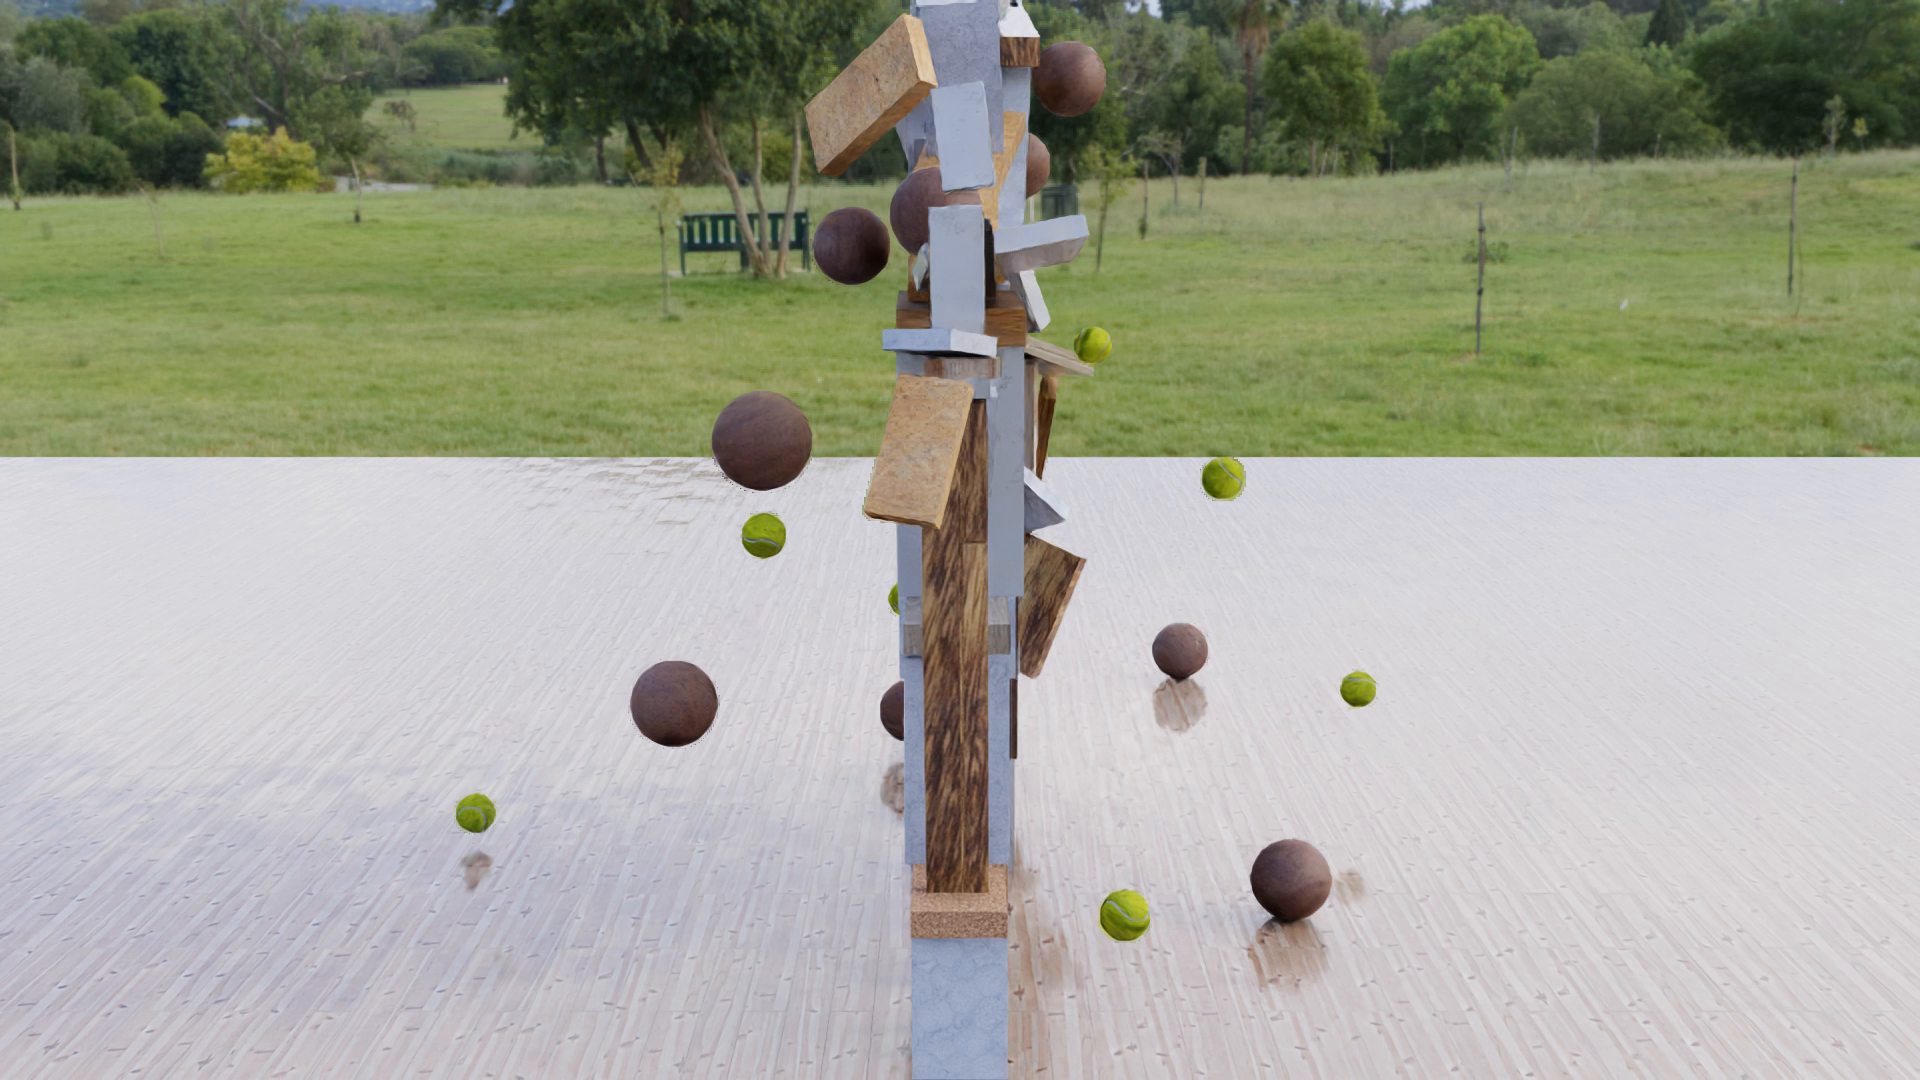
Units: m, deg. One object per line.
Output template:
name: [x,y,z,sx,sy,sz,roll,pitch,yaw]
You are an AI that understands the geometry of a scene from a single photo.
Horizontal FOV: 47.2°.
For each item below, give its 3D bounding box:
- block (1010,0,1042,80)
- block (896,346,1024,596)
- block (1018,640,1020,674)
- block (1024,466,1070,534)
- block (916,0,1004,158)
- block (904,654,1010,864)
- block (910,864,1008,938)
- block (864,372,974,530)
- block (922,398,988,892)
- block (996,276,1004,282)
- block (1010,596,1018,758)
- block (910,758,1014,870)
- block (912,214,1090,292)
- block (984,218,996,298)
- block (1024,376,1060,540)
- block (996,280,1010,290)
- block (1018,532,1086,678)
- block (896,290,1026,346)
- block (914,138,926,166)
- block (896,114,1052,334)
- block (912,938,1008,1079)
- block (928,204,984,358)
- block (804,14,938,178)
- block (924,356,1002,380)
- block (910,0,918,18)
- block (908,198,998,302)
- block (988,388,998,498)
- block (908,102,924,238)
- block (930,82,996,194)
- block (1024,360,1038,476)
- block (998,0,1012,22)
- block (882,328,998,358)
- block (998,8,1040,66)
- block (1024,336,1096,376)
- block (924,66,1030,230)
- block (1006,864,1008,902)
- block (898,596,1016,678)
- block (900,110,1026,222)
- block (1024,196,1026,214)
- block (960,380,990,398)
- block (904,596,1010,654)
block: [0.031,-0.941,3.910,0.150,0.301,0.043,-13,43,12]
block: [0.000,-0.098,3.040,0.175,0.350,0.050,0,10,0]
block: [0.006,0.167,3.853,0.178,0.050,0.356,0,11,-2]
block: [0.089,-0.101,4.217,0.121,0.034,0.241,-16,-43,39]
block: [0.002,-0.663,3.146,0.113,0.227,0.032,-5,33,-1]
block: [-0.004,0.287,2.952,0.140,0.296,0.040,0,10,1]
block: [-0.001,0.465,2.902,0.123,0.035,0.246,0,10,0]
block: [-0.047,-0.104,2.549,0.086,0.173,0.024,9,-14,17]
block: [-0.005,0.143,2.751,0.081,0.657,0.023,0,19,1]
block: [0.007,-0.422,3.389,0.119,0.034,0.238,1,11,0]
block: [0.007,0.111,3.476,0.168,0.473,0.048,0,11,0]
block: [0.004,0.389,3.776,0.178,0.356,0.050,0,11,0]
block: [0.054,-0.391,2.999,0.227,0.032,0.113,-12,-9,-10]
block: [0.010,-0.368,2.923,0.069,0.020,0.139,-15,-31,-6]
block: [0.124,0.010,4.449,0.034,0.705,0.118,10,27,1]
block: [0.015,-0.272,3.335,0.119,0.238,0.034,0,16,-3]
block: [0.144,0.128,4.311,0.121,0.258,0.034,26,11,23]
block: [-0.001,-0.316,3.119,0.175,0.050,0.350,0,10,-1]
block: [-0.007,-0.482,3.263,0.123,0.247,0.035,0,-24,1]
block: [0.003,-0.636,4.020,0.150,0.573,0.043,-1,32,36]
block: [0.000,0.618,2.846,0.123,0.246,0.035,0,10,0]
block: [-0.003,-0.249,2.889,0.069,0.378,0.020,-3,18,-6]
block: [-0.125,-0.613,3.042,0.032,0.113,0.227,11,-34,-41]
block: [0.004,-0.212,2.708,0.086,0.024,0.173,0,6,3]
block: [-0.009,-0.843,3.818,0.150,0.301,0.043,-1,5,0]
block: [-0.009,-0.429,3.149,0.123,0.035,0.247,0,43,1]
block: [0.004,-0.124,2.838,0.081,0.161,0.023,-1,40,-4]
block: [-0.009,-0.531,3.587,0.148,0.408,0.042,0,11,1]
block: [0.005,-0.528,2.892,0.069,0.139,0.020,-8,-7,8]
block: [0.087,-0.231,4.190,0.118,0.237,0.034,7,27,12]
block: [0.047,-0.904,3.383,0.106,0.212,0.030,12,-7,36]
block: [-0.023,-0.239,2.680,0.086,0.024,0.173,2,2,19]
block: [0.032,-0.786,3.426,0.158,0.045,0.316,0,21,-3]
block: [0.142,-0.351,4.198,0.118,0.034,0.237,4,-6,38]
block: [0.022,-0.578,3.349,0.158,0.316,0.045,2,-23,3]
block: [0.001,0.565,3.093,0.130,0.260,0.037,0,10,0]
block: [-0.004,-0.054,3.285,0.175,0.526,0.050,0,11,0]
block: [0.006,-0.549,3.219,0.123,0.035,0.247,10,46,12]
block: [0.025,-0.617,3.490,0.158,0.316,0.045,1,6,-1]
block: [-0.009,-0.188,2.702,0.081,0.023,0.161,-1,6,-4]
block: [-0.004,0.104,3.015,0.140,0.040,0.280,0,10,0]
